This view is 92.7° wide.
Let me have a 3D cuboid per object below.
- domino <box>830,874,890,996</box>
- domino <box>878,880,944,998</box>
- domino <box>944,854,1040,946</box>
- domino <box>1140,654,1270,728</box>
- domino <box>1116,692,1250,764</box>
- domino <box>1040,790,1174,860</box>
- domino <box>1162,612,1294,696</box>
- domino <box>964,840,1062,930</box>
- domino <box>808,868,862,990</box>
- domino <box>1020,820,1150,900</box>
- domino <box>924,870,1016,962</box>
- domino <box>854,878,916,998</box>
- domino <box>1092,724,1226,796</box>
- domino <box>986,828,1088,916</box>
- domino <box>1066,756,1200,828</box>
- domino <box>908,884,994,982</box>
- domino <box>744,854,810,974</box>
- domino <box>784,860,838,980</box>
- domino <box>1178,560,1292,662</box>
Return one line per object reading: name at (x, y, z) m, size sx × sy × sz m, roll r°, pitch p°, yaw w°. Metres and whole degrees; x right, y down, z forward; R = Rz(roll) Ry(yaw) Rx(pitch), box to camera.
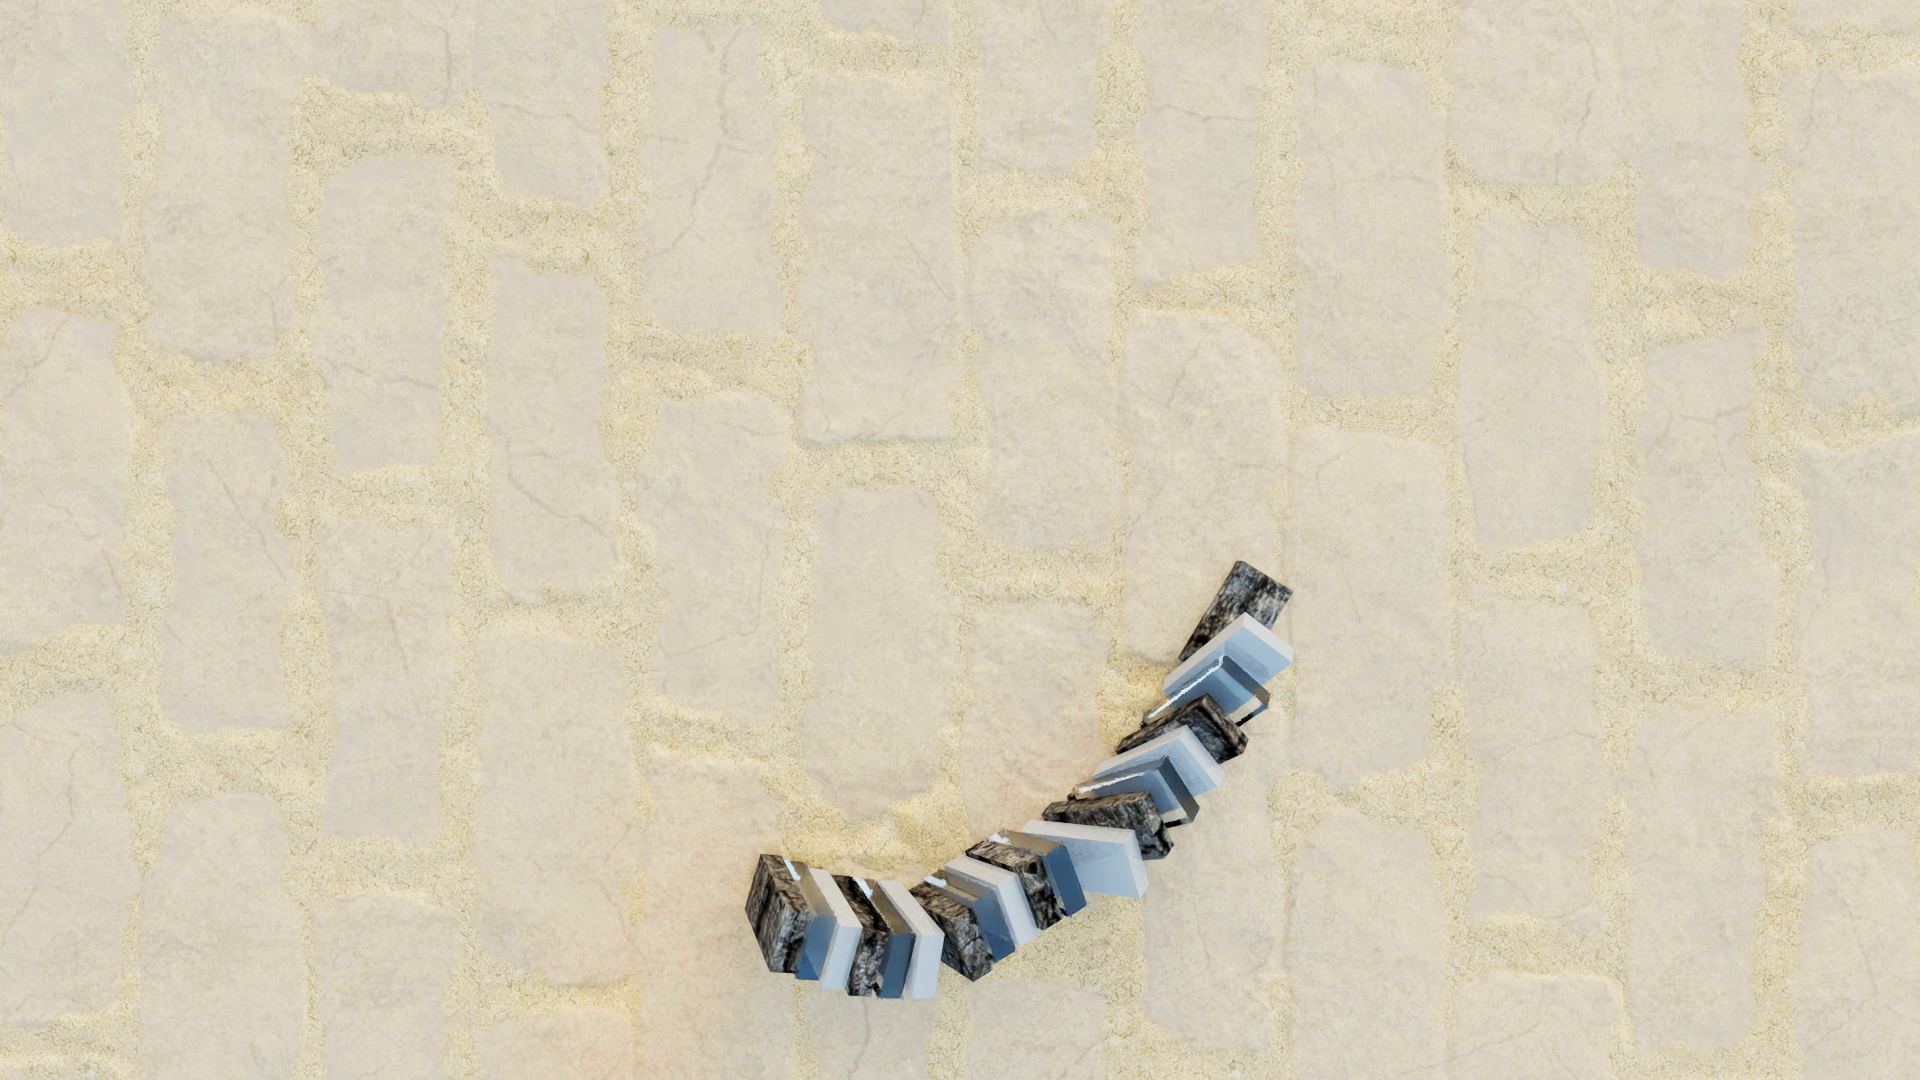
domino at (-0.045, 0.161, 0.375) m, size 0.009 × 0.050 × 0.025 m, roll 16°, pitch 90°, yaw -25°
domino at (-0.023, 0.162, 0.375) m, size 0.010 × 0.050 × 0.025 m, roll 9°, pitch 91°, yaw -25°
domino at (0.012, 0.147, 0.376) m, size 0.010 × 0.050 × 0.025 m, roll -20°, pitch 90°, yaw -27°
domino at (0.101, 0.071, 0.381) m, size 0.025 × 0.009 × 0.050 m, roll 41°, pitch 127°, yaw 0°
domino at (0.091, 0.085, 0.380) m, size 0.025 × 0.009 × 0.050 m, roll 48°, pitch 130°, yaw 0°
domino at (0.060, 0.120, 0.380) m, size 0.050 × 0.010 × 0.025 m, roll -22°, pitch 95°, yaw 40°
domino at (0.110, 0.054, 0.380) m, size 0.025 × 0.009 × 0.050 m, roll 36°, pitch 127°, yaw -4°
domino at (0.021, 0.141, 0.376) m, size 0.010 × 0.050 × 0.025 m, roll -20°, pitch 90°, yaw -27°
domino at (-0.055, 0.158, 0.375) m, size 0.010 × 0.050 × 0.025 m, roll 16°, pitch 90°, yaw -25°
domino at (0.051, 0.131, 0.379) m, size 0.050 × 0.010 × 0.025 m, roll -8°, pitch 104°, yaw 38°
domino at (0.003, 0.153, 0.376) m, size 0.009 × 0.050 × 0.025 m, roll -20°, pitch 90°, yaw -27°
domino at (-0.034, 0.162, 0.375) m, size 0.009 × 0.050 × 0.025 m, roll 14°, pitch 90°, yaw -25°
domino at (0.081, 0.097, 0.380) m, size 0.025 × 0.009 × 0.050 m, roll 52°, pitch 131°, yaw 0°
domino at (0.031, 0.135, 0.376) m, size 0.009 × 0.050 × 0.025 m, roll -20°, pitch 90°, yaw -27°
domino at (0.071, 0.109, 0.380) m, size 0.050 × 0.009 × 0.025 m, roll -32°, pitch 91°, yaw 40°
domino at (-0.006, 0.160, 0.375) m, size 0.010 × 0.050 × 0.025 m, roll -20°, pitch 92°, yaw -27°
domino at (-0.075, 0.152, 0.375) m, size 0.009 × 0.050 × 0.025 m, roll 16°, pitch 90°, yaw -25°
domino at (-0.065, 0.154, 0.375) m, size 0.010 × 0.050 × 0.025 m, roll 16°, pitch 90°, yaw -25°
domino at (0.119, 0.037, 0.395) m, size 0.025 × 0.009 × 0.050 m, roll 31°, pitch 90°, yaw 0°
